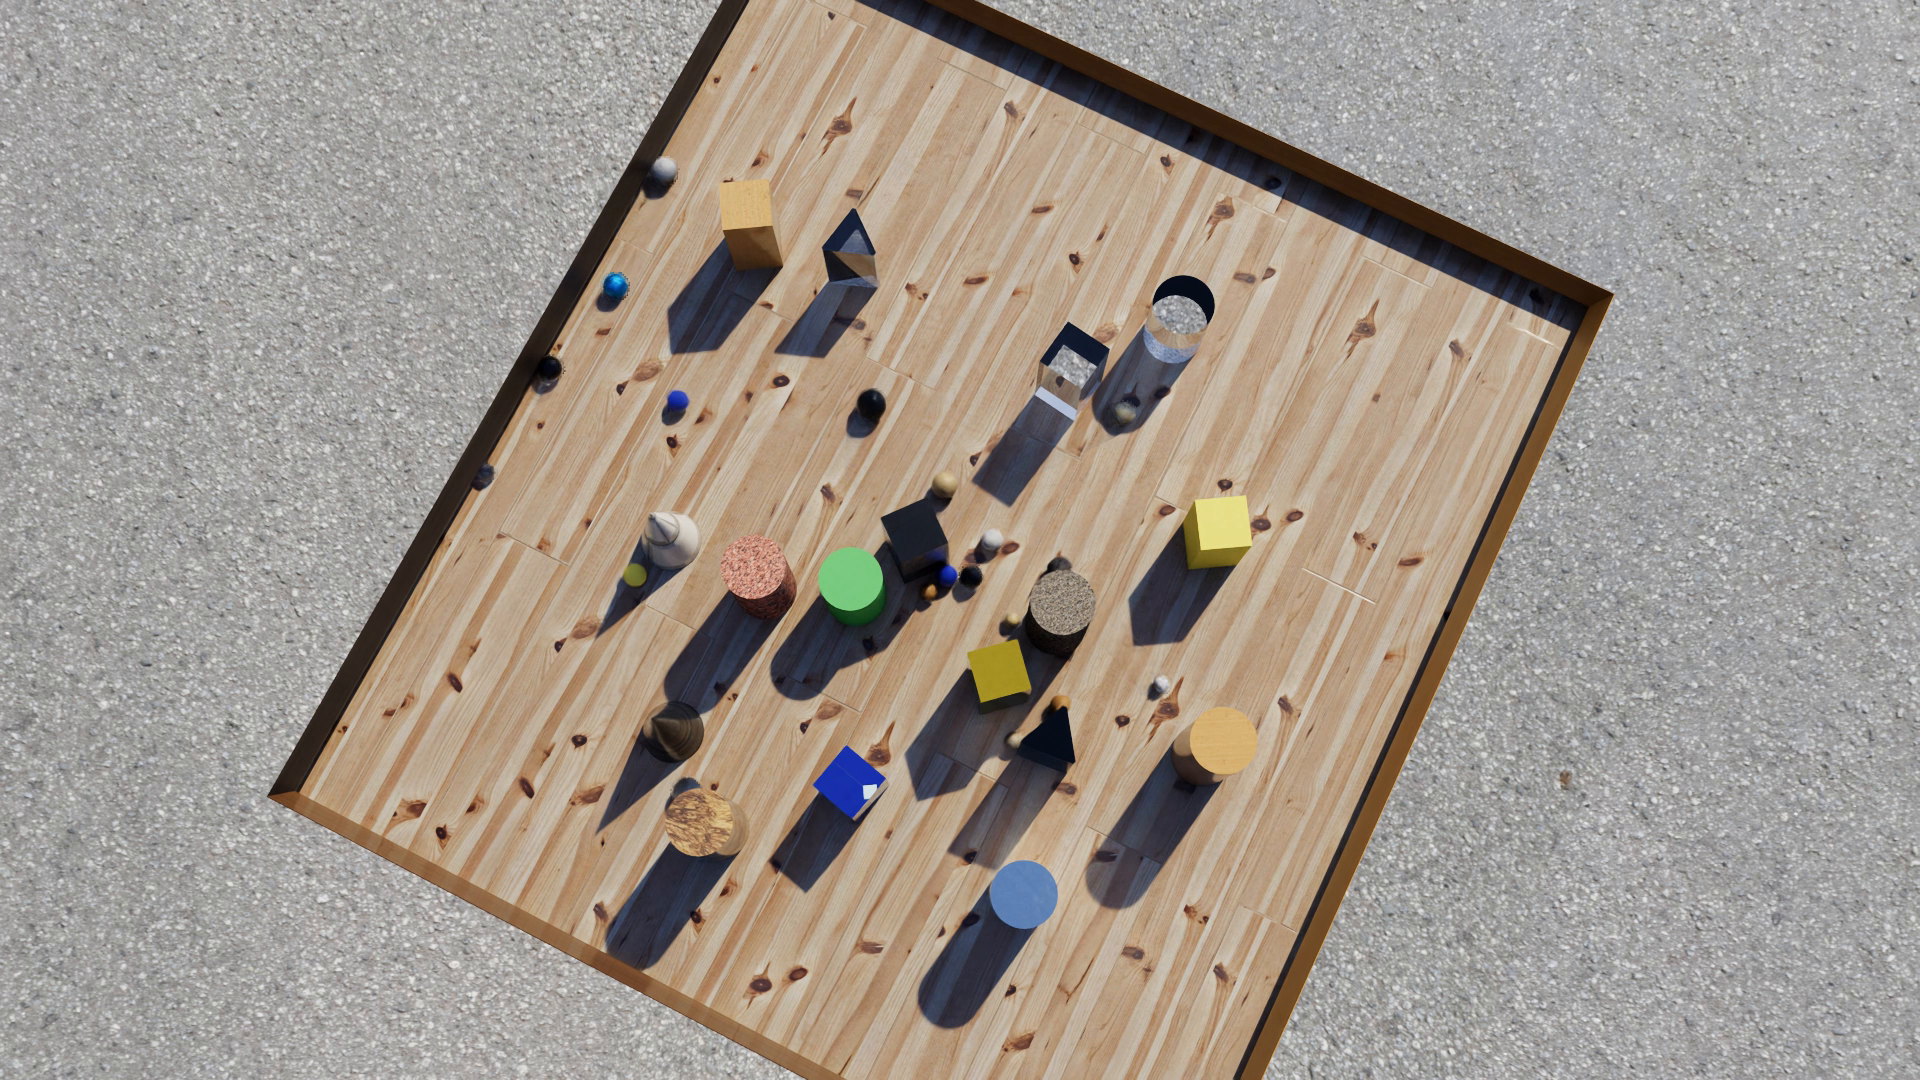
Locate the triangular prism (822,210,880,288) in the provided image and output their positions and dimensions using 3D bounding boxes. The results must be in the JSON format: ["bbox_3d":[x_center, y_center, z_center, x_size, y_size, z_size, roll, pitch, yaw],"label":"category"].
[{"bbox_3d":[-0.327,-0.903,5.654,0.161,0.293,0.140,6,78,1],"label":"triangular prism"}]

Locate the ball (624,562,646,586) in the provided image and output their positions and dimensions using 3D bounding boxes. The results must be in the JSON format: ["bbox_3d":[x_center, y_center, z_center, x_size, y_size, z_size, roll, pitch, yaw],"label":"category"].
[{"bbox_3d":[-0.986,0.105,5.558,0.071,0.071,0.071,0,78,0],"label":"ball"}]

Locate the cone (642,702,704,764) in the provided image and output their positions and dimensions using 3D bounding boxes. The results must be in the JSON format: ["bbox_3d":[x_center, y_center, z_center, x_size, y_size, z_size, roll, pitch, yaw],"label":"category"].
[{"bbox_3d":[-0.860,0.536,5.303,0.186,0.396,0.186,0,78,0],"label":"cone"}]

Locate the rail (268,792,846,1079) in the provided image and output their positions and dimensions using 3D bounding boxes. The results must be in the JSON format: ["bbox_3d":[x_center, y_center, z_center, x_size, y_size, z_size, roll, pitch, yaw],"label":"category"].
[{"bbox_3d":[-0.701,1.380,5.268,2.926,0.121,0.045,26,80,5],"label":"rail"}]

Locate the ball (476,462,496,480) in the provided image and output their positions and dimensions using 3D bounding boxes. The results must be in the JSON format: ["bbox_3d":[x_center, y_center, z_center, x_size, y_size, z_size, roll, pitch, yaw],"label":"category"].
[{"bbox_3d":[-1.457,-0.210,5.632,0.055,0.055,0.055,0,78,0],"label":"ball"}]

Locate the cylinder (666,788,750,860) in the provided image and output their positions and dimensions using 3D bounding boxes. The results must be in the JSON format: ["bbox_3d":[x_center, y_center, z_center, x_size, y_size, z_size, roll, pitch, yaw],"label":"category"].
[{"bbox_3d":[-0.718,0.817,5.241,0.186,0.404,0.186,0,78,0],"label":"cylinder"}]

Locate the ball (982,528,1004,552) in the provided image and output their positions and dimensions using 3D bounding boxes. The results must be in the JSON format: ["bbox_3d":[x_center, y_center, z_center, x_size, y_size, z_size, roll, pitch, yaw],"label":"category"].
[{"bbox_3d":[0.099,0.000,5.581,0.069,0.069,0.069,0,78,0],"label":"ball"}]

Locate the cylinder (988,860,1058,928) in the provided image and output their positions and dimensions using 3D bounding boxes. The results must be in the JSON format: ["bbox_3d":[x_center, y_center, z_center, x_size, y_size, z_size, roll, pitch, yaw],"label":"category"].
[{"bbox_3d":[0.177,1.012,5.221,0.186,0.364,0.186,0,78,0],"label":"cylinder"}]

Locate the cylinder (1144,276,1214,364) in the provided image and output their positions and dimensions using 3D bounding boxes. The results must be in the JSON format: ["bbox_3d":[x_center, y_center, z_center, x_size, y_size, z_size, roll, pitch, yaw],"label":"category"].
[{"bbox_3d":[0.668,-0.673,5.608,0.186,0.289,0.186,0,78,0],"label":"cylinder"}]

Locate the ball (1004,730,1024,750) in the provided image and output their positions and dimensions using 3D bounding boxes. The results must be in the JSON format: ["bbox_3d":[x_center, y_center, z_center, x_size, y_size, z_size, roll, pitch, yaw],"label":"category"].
[{"bbox_3d":[0.161,0.598,5.463,0.059,0.059,0.059,0,78,0],"label":"ball"}]

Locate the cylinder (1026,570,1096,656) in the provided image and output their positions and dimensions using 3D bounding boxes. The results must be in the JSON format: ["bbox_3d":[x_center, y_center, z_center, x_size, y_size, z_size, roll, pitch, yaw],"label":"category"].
[{"bbox_3d":[0.290,0.217,5.367,0.186,0.401,0.186,0,78,0],"label":"cylinder"}]

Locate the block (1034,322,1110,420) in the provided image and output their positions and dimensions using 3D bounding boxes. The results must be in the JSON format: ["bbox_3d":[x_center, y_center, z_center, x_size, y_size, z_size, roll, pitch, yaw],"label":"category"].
[{"bbox_3d":[0.336,-0.507,5.542,0.149,0.351,0.149,34,80,7],"label":"block"}]

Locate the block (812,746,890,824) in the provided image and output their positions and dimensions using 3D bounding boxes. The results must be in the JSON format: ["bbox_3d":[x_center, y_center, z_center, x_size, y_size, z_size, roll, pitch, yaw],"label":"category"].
[{"bbox_3d":[-0.315,0.714,5.336,0.149,0.260,0.149,39,81,7],"label":"block"}]

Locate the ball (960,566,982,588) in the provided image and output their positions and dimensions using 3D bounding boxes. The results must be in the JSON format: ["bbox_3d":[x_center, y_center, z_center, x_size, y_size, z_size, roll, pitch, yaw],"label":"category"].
[{"bbox_3d":[0.034,0.112,5.557,0.070,0.070,0.070,0,78,0],"label":"ball"}]

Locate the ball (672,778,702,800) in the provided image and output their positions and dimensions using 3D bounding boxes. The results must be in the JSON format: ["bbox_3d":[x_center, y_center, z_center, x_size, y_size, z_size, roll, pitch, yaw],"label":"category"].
[{"bbox_3d":[-0.805,0.745,5.417,0.088,0.088,0.088,0,78,0],"label":"ball"}]

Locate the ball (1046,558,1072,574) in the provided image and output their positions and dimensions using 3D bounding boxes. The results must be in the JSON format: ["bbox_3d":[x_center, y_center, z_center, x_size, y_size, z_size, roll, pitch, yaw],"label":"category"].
[{"bbox_3d":[0.301,0.090,5.559,0.075,0.075,0.075,0,78,0],"label":"ball"}]

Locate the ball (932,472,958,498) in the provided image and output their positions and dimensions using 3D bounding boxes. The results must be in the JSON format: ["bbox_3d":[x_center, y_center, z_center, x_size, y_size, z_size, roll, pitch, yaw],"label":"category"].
[{"bbox_3d":[-0.047,-0.167,5.610,0.080,0.080,0.080,0,78,0],"label":"ball"}]

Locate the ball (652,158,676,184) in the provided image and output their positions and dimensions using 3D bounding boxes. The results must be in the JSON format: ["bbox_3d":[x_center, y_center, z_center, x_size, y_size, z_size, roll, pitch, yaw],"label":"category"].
[{"bbox_3d":[-0.940,-1.173,5.818,0.080,0.080,0.080,0,78,0],"label":"ball"}]

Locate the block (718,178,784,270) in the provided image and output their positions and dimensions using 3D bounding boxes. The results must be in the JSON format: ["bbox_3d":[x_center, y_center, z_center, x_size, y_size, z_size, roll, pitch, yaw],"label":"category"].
[{"bbox_3d":[-0.639,-0.966,5.637,0.149,0.351,0.149,-6,78,-1],"label":"block"}]

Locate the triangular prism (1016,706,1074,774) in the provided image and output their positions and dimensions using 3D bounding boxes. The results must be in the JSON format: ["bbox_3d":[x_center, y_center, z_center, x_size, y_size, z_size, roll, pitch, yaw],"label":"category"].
[{"bbox_3d":[0.270,0.567,5.313,0.161,0.365,0.140,21,79,4],"label":"triangular prism"}]

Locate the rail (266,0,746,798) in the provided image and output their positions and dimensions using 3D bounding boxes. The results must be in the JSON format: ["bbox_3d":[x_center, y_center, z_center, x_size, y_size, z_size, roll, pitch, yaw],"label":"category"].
[{"bbox_3d":[-1.287,-0.624,5.683,0.045,0.121,3.184,26,80,5],"label":"rail"}]

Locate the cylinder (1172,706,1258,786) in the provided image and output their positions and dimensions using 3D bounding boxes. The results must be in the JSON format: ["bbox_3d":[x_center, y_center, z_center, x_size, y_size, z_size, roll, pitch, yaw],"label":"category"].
[{"bbox_3d":[0.724,0.598,5.259,0.186,0.457,0.186,0,78,0],"label":"cylinder"}]

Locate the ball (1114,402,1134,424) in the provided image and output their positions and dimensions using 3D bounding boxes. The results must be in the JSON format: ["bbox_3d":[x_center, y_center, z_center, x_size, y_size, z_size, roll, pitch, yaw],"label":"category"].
[{"bbox_3d":[0.507,-0.392,5.664,0.065,0.065,0.065,0,78,0],"label":"ball"}]

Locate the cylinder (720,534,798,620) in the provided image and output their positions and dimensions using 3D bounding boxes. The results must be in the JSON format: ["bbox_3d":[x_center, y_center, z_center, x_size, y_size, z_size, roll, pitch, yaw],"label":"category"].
[{"bbox_3d":[-0.589,0.114,5.404,0.186,0.370,0.186,0,78,0],"label":"cylinder"}]

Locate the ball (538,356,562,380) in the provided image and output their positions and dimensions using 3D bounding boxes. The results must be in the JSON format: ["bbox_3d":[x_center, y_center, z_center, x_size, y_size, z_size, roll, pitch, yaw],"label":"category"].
[{"bbox_3d":[-1.271,-0.534,5.689,0.074,0.074,0.074,0,78,0],"label":"ball"}]

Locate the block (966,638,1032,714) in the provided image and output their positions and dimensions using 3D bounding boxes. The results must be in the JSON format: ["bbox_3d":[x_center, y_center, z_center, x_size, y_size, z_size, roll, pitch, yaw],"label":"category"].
[{"bbox_3d":[0.111,0.404,5.365,0.149,0.328,0.149,-15,79,-3],"label":"block"}]

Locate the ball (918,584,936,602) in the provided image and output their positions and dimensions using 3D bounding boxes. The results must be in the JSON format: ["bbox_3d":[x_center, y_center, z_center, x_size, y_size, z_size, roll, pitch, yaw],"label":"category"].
[{"bbox_3d":[-0.098,0.158,5.555,0.055,0.055,0.055,0,78,0],"label":"ball"}]

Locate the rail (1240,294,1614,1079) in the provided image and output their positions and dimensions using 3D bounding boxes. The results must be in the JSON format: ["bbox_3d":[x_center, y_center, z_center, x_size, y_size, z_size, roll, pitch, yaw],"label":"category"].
[{"bbox_3d":[1.287,0.637,5.422,0.045,0.121,3.184,26,80,5],"label":"rail"}]

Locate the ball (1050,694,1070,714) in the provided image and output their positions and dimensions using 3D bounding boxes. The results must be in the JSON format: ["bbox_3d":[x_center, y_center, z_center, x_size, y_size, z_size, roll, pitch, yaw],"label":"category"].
[{"bbox_3d":[0.300,0.495,5.482,0.063,0.063,0.063,0,78,0],"label":"ball"}]

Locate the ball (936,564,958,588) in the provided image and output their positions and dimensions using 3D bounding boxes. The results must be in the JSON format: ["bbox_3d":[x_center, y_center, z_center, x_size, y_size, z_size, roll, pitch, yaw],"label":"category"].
[{"bbox_3d":[-0.042,0.109,5.559,0.068,0.068,0.068,0,78,0],"label":"ball"}]

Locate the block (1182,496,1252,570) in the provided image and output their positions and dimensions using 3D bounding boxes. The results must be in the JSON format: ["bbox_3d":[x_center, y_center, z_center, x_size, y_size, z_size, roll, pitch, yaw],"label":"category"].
[{"bbox_3d":[0.765,-0.020,5.466,0.149,0.302,0.149,-5,78,-1],"label":"block"}]

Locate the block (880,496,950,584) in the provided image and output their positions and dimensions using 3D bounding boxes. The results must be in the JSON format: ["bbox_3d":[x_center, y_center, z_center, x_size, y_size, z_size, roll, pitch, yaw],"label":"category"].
[{"bbox_3d":[-0.132,0.005,5.445,0.149,0.333,0.149,-24,79,-5],"label":"block"}]

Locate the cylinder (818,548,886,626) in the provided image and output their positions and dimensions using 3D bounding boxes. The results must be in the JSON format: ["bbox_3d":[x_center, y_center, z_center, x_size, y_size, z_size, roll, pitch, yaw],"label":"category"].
[{"bbox_3d":[-0.317,0.142,5.440,0.186,0.288,0.186,0,78,0],"label":"cylinder"}]

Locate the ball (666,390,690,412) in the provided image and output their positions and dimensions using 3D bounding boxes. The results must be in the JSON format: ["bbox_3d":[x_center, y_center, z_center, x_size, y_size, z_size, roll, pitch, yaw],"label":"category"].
[{"bbox_3d":[-0.872,-0.430,5.670,0.069,0.069,0.069,0,78,0],"label":"ball"}]

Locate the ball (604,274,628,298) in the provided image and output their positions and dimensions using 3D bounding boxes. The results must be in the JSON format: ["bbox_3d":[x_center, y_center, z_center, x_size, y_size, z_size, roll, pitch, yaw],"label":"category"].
[{"bbox_3d":[-1.081,-0.796,5.743,0.074,0.074,0.074,0,78,0],"label":"ball"}]

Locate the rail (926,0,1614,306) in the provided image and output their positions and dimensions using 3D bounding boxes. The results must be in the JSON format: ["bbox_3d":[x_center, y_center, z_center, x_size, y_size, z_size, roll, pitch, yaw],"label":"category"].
[{"bbox_3d":[0.701,-1.367,5.836,2.926,0.121,0.045,26,80,5],"label":"rail"}]

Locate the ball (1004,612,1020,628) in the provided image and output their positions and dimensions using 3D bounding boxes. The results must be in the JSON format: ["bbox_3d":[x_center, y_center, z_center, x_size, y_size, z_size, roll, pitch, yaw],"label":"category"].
[{"bbox_3d":[0.158,0.242,5.542,0.048,0.048,0.048,0,78,0],"label":"ball"}]

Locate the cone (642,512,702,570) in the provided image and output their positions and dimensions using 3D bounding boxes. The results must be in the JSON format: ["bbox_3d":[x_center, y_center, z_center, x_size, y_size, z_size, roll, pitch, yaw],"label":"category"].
[{"bbox_3d":[-0.885,-0.038,5.422,0.186,0.395,0.186,0,78,0],"label":"cone"}]

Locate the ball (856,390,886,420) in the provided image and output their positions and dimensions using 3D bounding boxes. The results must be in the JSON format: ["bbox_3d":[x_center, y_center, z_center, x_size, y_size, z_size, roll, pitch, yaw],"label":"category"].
[{"bbox_3d":[-0.273,-0.417,5.655,0.093,0.093,0.093,0,78,0],"label":"ball"}]

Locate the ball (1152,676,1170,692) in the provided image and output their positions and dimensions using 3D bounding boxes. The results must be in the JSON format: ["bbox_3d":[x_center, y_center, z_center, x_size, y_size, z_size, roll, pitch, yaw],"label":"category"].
[{"bbox_3d":[0.604,0.431,5.502,0.050,0.050,0.050,0,78,0],"label":"ball"}]
